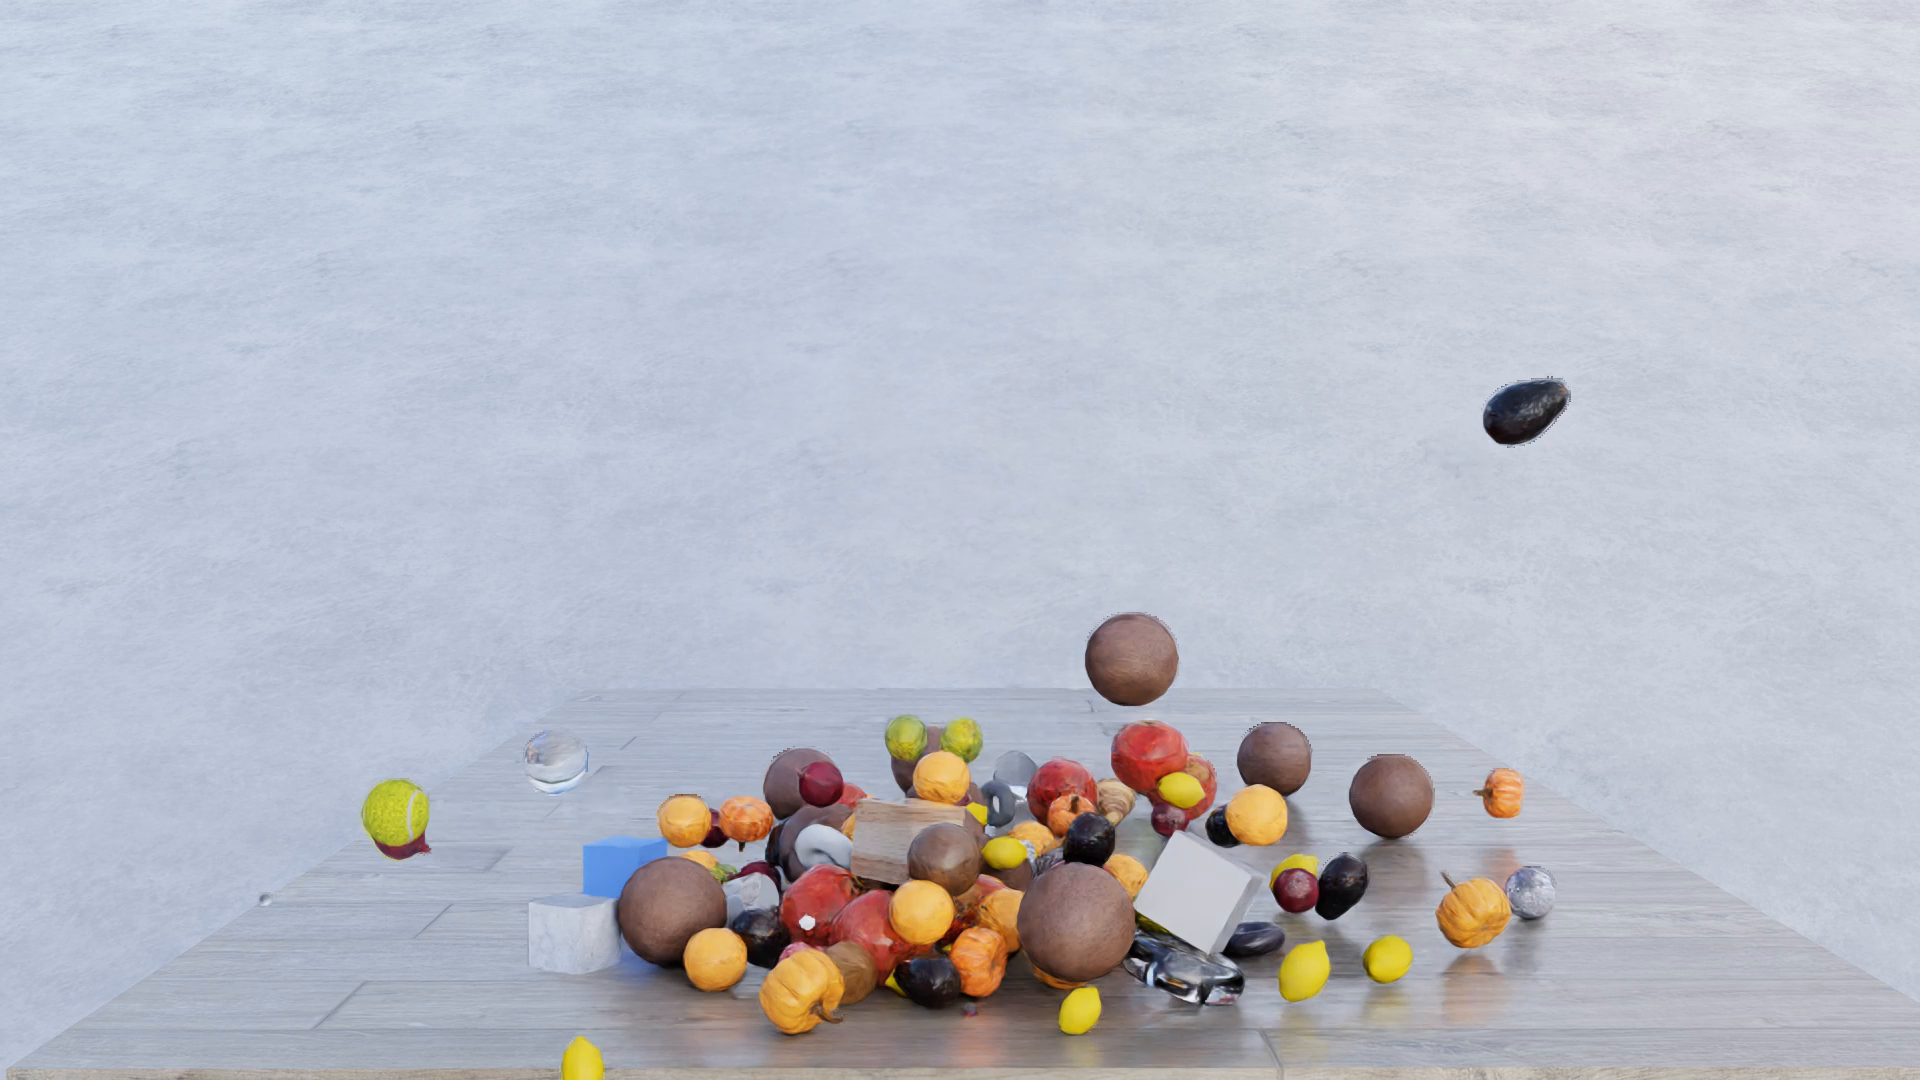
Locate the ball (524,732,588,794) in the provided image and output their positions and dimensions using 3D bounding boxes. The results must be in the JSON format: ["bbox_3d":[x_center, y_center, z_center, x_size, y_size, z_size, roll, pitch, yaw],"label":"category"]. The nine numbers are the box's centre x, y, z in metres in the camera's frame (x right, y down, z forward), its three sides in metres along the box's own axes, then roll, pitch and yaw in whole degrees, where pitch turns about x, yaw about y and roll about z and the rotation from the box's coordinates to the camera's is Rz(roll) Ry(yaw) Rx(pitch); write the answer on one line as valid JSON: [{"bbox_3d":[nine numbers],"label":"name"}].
[{"bbox_3d":[-0.521,0.287,3.316,0.081,0.081,0.081,0,24,0],"label":"ball"}]

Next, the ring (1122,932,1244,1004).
[{"bbox_3d":[0.245,0.472,2.843,0.143,0.048,0.143,19,2,-1],"label":"ring"}]

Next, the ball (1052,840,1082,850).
[{"bbox_3d":[0.153,0.451,3.593,0.065,0.065,0.065,0,24,0],"label":"ball"}]

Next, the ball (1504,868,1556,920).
[{"bbox_3d":[0.740,0.459,3.345,0.067,0.067,0.067,0,24,0],"label":"ball"}]

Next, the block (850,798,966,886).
[{"bbox_3d":[-0.062,0.358,3.061,0.091,0.091,0.091,5,0,42],"label":"block"}]

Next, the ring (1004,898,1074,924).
[{"bbox_3d":[0.101,0.476,3.299,0.092,0.031,0.092,0,-6,0],"label":"ring"}]

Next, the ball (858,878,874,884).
[{"bbox_3d":[-0.132,0.457,3.620,0.050,0.050,0.050,0,24,0],"label":"ball"}]

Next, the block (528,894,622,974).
[{"bbox_3d":[-0.455,0.465,3.048,0.077,0.077,0.077,1,2,32],"label":"block"}]

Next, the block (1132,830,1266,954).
[{"bbox_3d":[0.270,0.397,2.904,0.100,0.100,0.100,30,1,17],"label":"block"}]

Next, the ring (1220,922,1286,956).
[{"bbox_3d":[0.350,0.483,3.118,0.088,0.029,0.088,-8,1,0],"label":"ring"}]

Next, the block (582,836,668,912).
[{"bbox_3d":[-0.448,0.447,3.451,0.084,0.084,0.084,1,2,20],"label":"block"}]

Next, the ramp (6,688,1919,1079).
[{"bbox_3d":[0.055,0.499,4.546,2.000,0.100,4.000,0,2,0],"label":"ramp"}]

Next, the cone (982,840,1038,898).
[{"bbox_3d":[0.081,0.442,3.323,0.078,0.078,0.078,-25,30,16],"label":"cone"}]

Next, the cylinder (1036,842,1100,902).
[{"bbox_3d":[0.136,0.437,3.373,0.070,0.070,0.070,13,14,28],"label":"cylinder"}]

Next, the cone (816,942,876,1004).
[{"bbox_3d":[-0.113,0.470,2.806,0.069,0.069,0.069,-10,-9,-22],"label":"cone"}]

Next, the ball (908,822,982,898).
[{"bbox_3d":[-0.017,0.362,2.912,0.086,0.086,0.086,0,24,0],"label":"ball"}]

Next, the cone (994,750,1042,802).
[{"bbox_3d":[0.077,0.428,4.486,0.095,0.095,0.095,-21,-12,-38],"label":"cone"}]

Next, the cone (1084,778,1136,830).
[{"bbox_3d":[0.243,0.444,4.161,0.085,0.085,0.085,1,29,2],"label":"cone"}]

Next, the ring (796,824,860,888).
[{"bbox_3d":[-0.160,0.388,3.154,0.093,0.093,0.031,14,45,29],"label":"ring"}]

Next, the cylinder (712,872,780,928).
[{"bbox_3d":[-0.272,0.457,3.265,0.060,0.060,0.060,-24,2,45],"label":"cylinder"}]

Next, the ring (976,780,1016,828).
[{"bbox_3d":[0.057,0.415,4.056,0.075,0.075,0.025,22,19,41],"label":"ring"}]
